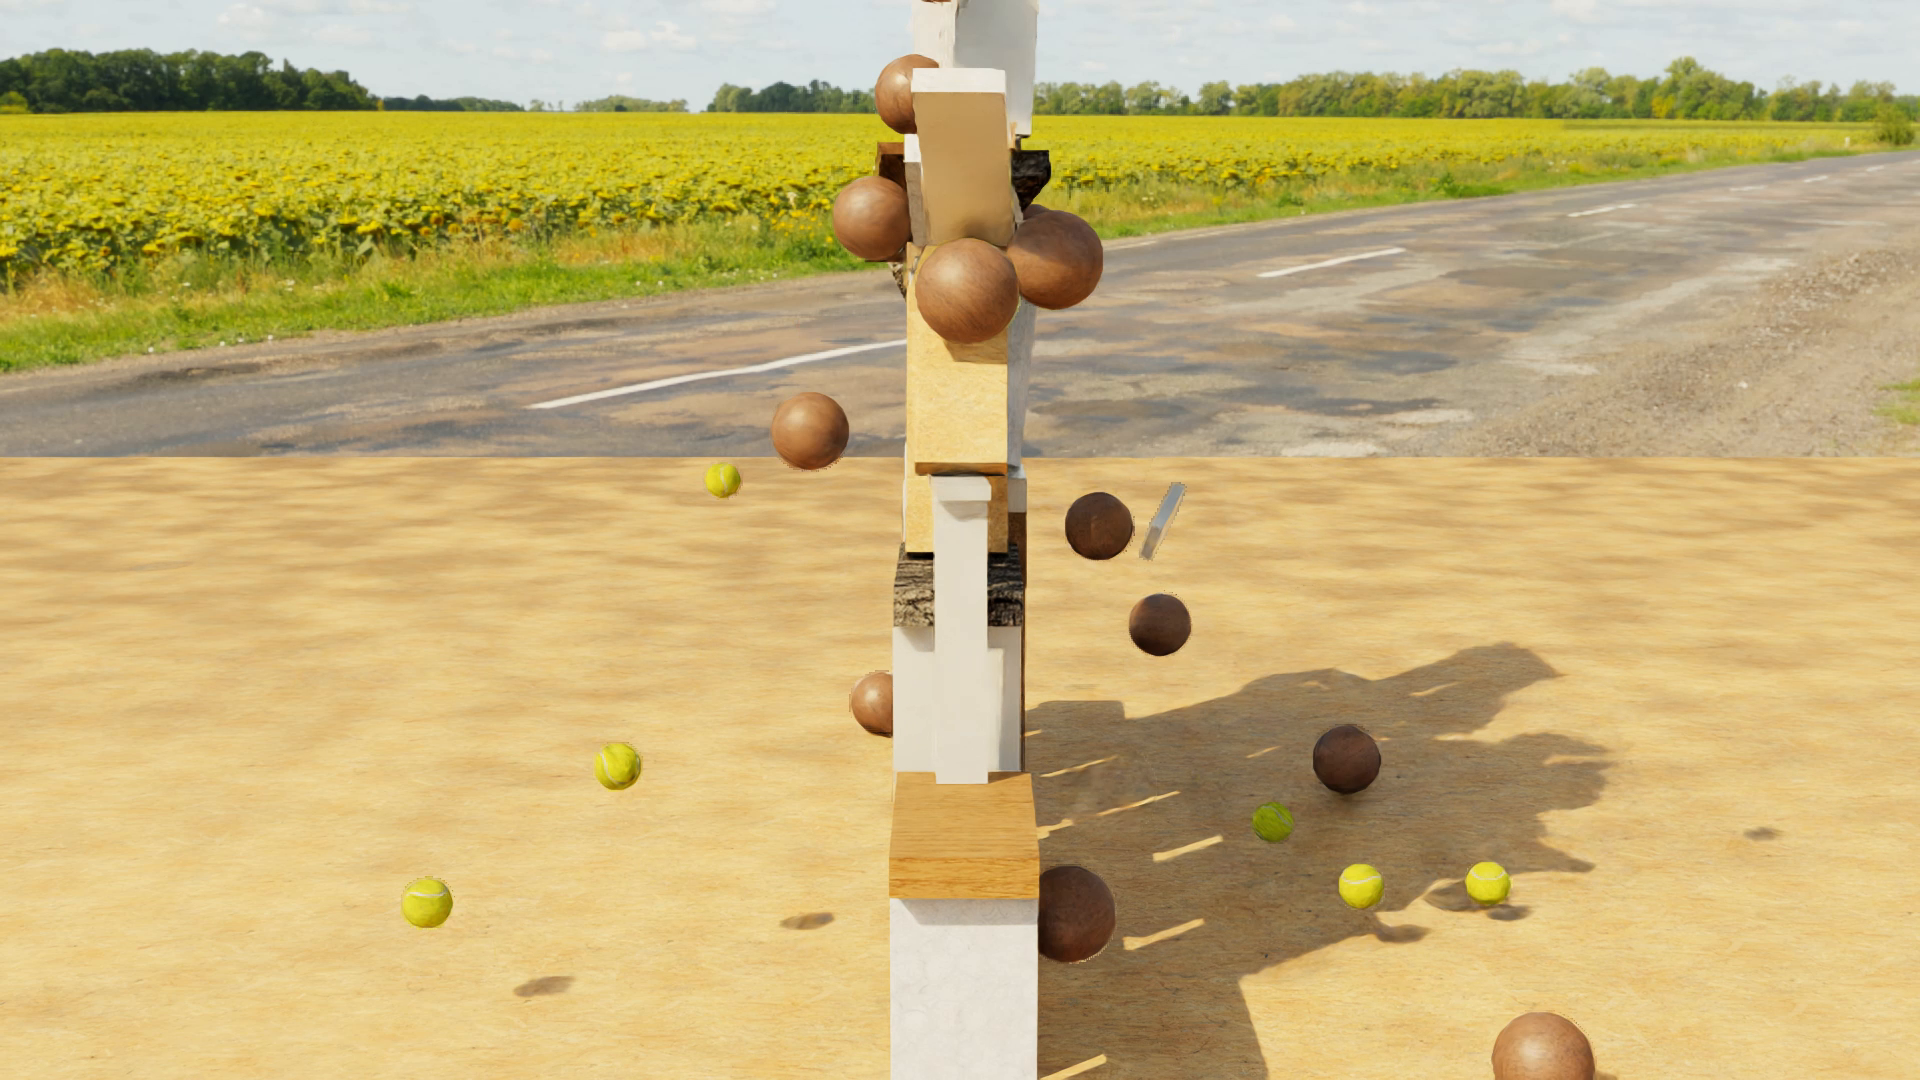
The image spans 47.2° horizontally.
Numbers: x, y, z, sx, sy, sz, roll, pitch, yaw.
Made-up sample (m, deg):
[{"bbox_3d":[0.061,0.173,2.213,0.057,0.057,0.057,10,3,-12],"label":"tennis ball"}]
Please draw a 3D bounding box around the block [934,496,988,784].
[{"bbox_3d":[0.002,0.132,2.856,0.068,0.382,0.019,-1,13,-2],"label":"block"}]

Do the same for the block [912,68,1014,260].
[{"bbox_3d":[0.010,-0.480,2.865,0.112,0.032,0.492,2,-16,3],"label":"block"}]

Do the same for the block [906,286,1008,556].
[{"bbox_3d":[-0.004,-0.170,3.147,0.144,0.383,0.041,0,-6,1],"label":"block"}]

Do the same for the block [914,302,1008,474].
[{"bbox_3d":[0.002,-0.203,2.911,0.120,0.239,0.034,0,-24,1],"label":"block"}]

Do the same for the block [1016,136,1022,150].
[{"bbox_3d":[0.040,-0.588,3.520,0.088,0.176,0.025,-1,48,-13],"label":"block"}]

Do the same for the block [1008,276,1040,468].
[{"bbox_3d":[0.031,-0.258,3.348,0.144,0.288,0.041,4,-6,21],"label":"block"}]

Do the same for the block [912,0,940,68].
[{"bbox_3d":[-0.007,-0.930,3.687,0.149,0.297,0.042,-1,-9,-3],"label":"block"}]

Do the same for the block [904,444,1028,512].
[{"bbox_3d":[0.004,-0.098,3.416,0.180,0.051,0.359,0,11,-1],"label":"block"}]

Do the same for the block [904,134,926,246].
[{"bbox_3d":[0.000,-0.516,3.261,0.151,0.043,0.302,0,-15,1],"label":"block"}]

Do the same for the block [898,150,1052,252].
[{"bbox_3d":[0.019,-0.529,3.451,0.151,0.043,0.302,-1,-16,-19],"label":"block"}]

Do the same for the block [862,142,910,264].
[{"bbox_3d":[-0.093,-0.557,3.646,0.109,0.218,0.031,-2,44,-14],"label":"block"}]

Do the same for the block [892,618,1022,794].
[{"bbox_3d":[-0.004,0.402,3.025,0.172,0.605,0.049,0,11,3],"label":"block"}]

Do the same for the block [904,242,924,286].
[{"bbox_3d":[-0.016,-0.445,3.554,0.146,0.041,0.292,0,1,-2],"label":"block"}]

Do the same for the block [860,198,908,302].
[{"bbox_3d":[-0.100,-0.564,4.156,0.101,0.203,0.029,-24,16,5],"label":"block"}]

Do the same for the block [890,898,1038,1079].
[{"bbox_3d":[0.005,0.589,2.697,0.178,0.356,0.050,0,11,0],"label":"block"}]

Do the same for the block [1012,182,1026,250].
[{"bbox_3d":[0.025,-0.475,3.188,0.120,0.034,0.240,4,-8,7],"label":"block"}]

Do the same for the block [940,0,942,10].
[{"bbox_3d":[0.013,-0.884,3.647,0.088,0.273,0.025,0,-9,-3],"label":"block"}]

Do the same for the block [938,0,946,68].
[{"bbox_3d":[0.029,-0.737,3.063,0.107,0.289,0.030,4,4,0],"label":"block"}]

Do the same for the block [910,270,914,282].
[{"bbox_3d":[-0.005,-0.274,3.425,0.146,0.292,0.041,0,-6,-1],"label":"block"}]

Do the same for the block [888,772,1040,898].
[{"bbox_3d":[0.005,0.367,2.777,0.178,0.050,0.356,0,11,0],"label":"block"}]

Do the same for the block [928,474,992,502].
[{"bbox_3d":[-0.001,-0.072,2.849,0.068,0.019,0.136,-1,11,-5],"label":"block"}]

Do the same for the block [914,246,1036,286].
[{"bbox_3d":[0.026,-0.407,3.255,0.144,0.041,0.288,1,11,7],"label":"block"}]

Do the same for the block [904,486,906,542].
[{"bbox_3d":[0.000,0.081,3.572,0.180,0.359,0.051,0,10,1],"label":"block"}]

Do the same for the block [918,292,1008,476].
[{"bbox_3d":[0.004,-0.221,3.019,0.120,0.265,0.034,1,-1,2],"label":"block"}]

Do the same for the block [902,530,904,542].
[{"bbox_3d":[-0.013,0.162,3.997,0.180,0.359,0.051,0,10,2],"label":"block"}]

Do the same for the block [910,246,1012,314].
[{"bbox_3d":[0.003,-0.351,2.946,0.120,0.034,0.239,1,20,4],"label":"block"}]

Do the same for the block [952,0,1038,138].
[{"bbox_3d":[0.046,-0.667,3.002,0.112,0.223,0.032,3,4,-4],"label":"block"}]

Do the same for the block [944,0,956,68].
[{"bbox_3d":[0.035,-0.681,3.036,0.112,0.223,0.032,2,4,0],"label":"block"}]

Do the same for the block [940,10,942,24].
[{"bbox_3d":[0.025,-0.745,3.235,0.107,0.030,0.214,1,53,1],"label":"block"}]

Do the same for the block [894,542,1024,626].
[{"bbox_3d":[-0.002,0.059,3.080,0.172,0.049,0.344,0,11,0],"label":"block"}]

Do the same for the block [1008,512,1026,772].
[{"bbox_3d":[0.009,0.211,3.351,0.180,0.534,0.051,0,10,-1],"label":"block"}]

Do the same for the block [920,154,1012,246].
[{"bbox_3d":[0.011,-0.465,3.032,0.120,0.034,0.240,2,-16,2],"label":"block"}]

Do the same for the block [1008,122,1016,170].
[{"bbox_3d":[0.014,-0.536,2.987,0.120,0.034,0.240,3,3,1],"label":"block"}]

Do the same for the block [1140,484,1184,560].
[{"bbox_3d":[0.322,-0.030,3.492,0.018,0.063,0.127,24,39,8],"label":"block"}]
